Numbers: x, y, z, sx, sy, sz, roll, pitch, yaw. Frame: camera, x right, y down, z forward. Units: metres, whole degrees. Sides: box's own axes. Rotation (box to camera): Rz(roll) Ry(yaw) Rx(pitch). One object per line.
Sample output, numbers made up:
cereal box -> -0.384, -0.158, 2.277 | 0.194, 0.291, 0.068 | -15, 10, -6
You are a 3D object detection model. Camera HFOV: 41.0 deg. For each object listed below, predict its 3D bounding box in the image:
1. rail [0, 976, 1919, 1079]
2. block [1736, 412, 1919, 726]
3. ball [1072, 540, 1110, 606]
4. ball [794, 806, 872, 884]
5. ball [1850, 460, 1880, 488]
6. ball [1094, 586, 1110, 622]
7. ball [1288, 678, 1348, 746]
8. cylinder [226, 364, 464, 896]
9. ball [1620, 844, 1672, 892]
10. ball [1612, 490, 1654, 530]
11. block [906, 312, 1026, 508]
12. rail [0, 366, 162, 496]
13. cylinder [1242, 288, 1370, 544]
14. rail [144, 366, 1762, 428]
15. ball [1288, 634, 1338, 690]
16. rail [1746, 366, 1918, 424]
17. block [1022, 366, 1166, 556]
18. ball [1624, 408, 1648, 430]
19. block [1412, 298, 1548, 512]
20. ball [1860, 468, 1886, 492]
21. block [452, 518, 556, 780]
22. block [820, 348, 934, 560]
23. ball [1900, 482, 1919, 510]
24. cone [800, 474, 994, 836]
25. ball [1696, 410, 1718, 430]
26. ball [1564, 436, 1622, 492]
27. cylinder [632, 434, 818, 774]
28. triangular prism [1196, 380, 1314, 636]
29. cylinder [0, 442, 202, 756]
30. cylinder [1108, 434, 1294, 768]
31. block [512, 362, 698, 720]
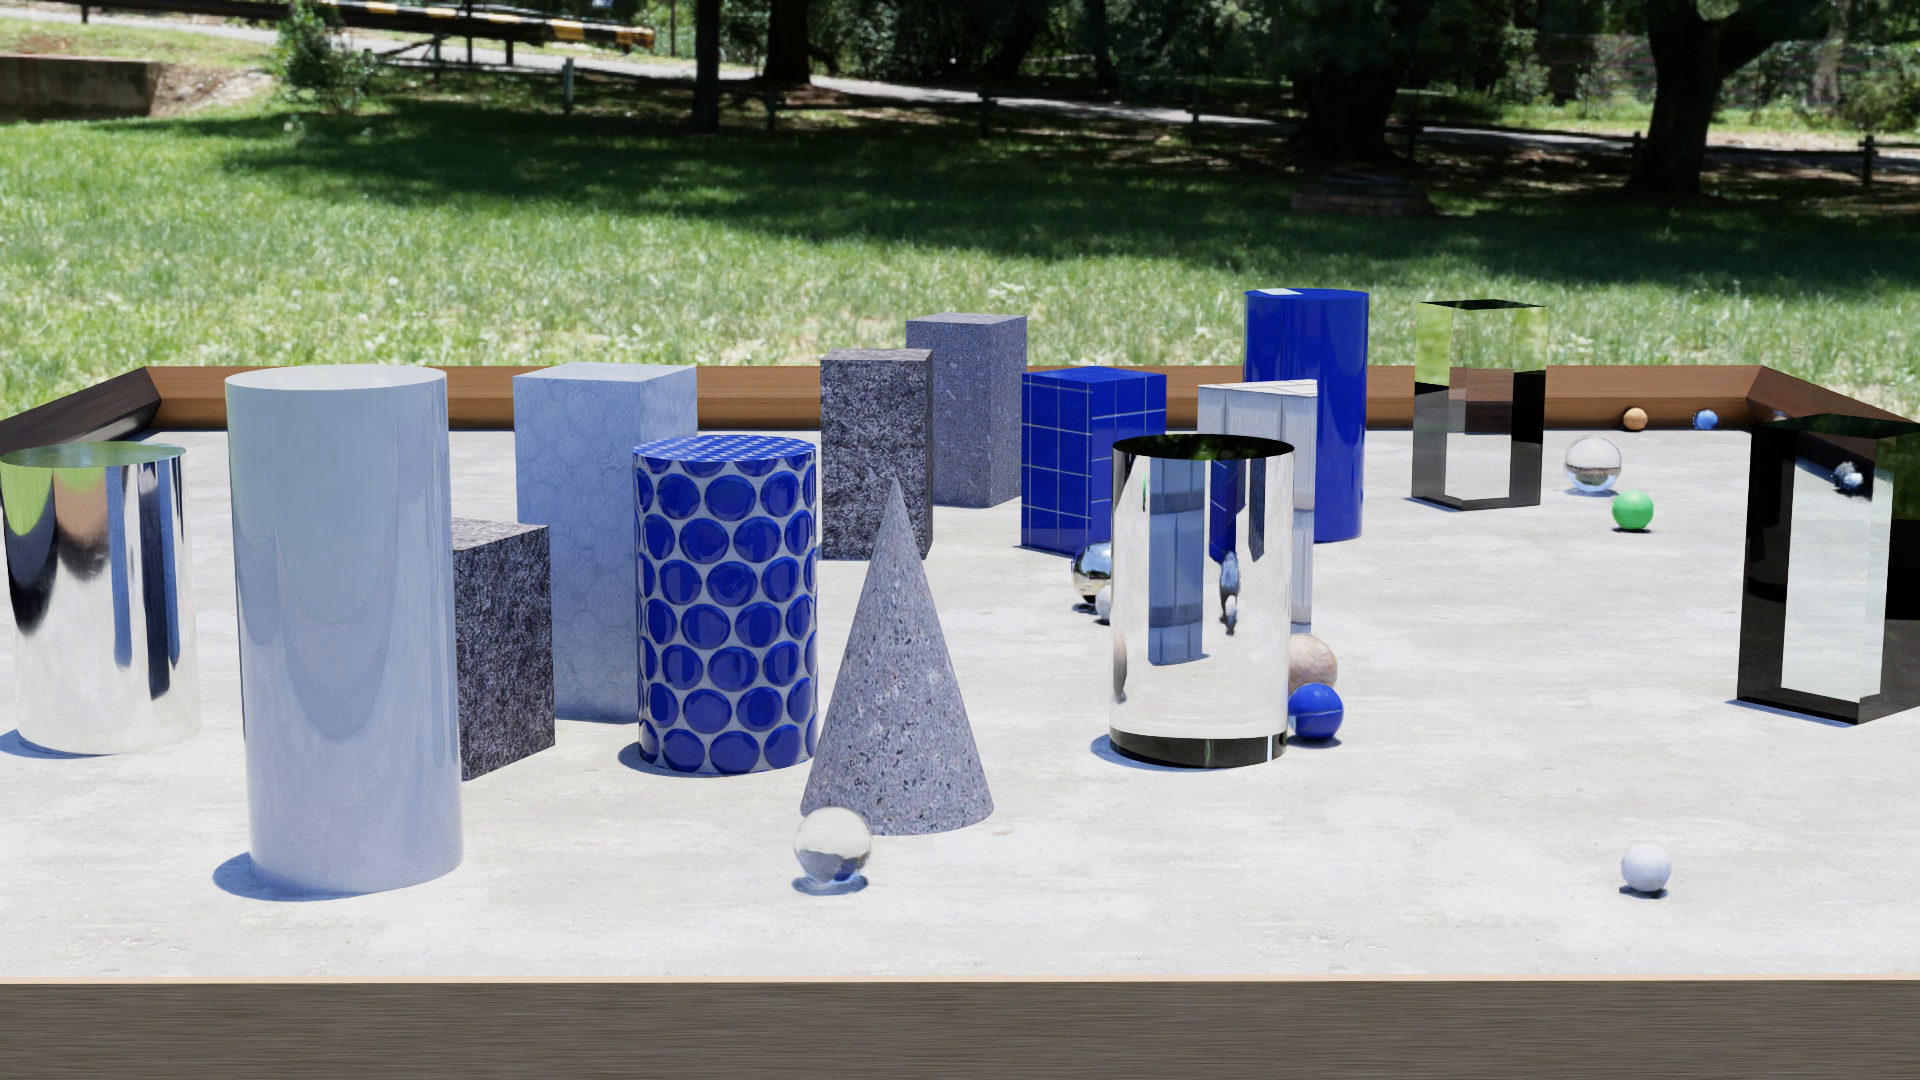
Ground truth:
rail -> 0.010, 0.349, 1.745 | 3.261, 0.125, 0.045 | 0, 11, 0
block -> 1.009, 0.029, 2.937 | 0.154, 0.322, 0.154 | -9, 14, -40
ball -> 0.198, 0.047, 3.467 | 0.092, 0.092, 0.092 | 0, 11, 0
ball -> -0.114, 0.274, 2.303 | 0.070, 0.070, 0.070 | 0, 11, 0
ball -> 1.573, -0.115, 4.455 | 0.050, 0.050, 0.050 | 0, 11, 0
ball -> 0.202, 0.084, 3.387 | 0.049, 0.049, 0.049 | 0, 11, 0
ball -> 0.385, 0.187, 2.788 | 0.073, 0.073, 0.073 | 0, 11, 0
cylinder -> -0.556, 0.076, 2.329 | 0.193, 0.451, 0.193 | 0, 11, 0
ball -> 0.611, 0.292, 2.283 | 0.043, 0.043, 0.043 | 0, 11, 0
ball -> 1.061, -0.047, 4.048 | 0.065, 0.065, 0.065 | 0, 11, 0
block -> 0.011, -0.222, 4.328 | 0.154, 0.306, 0.154 | 5, 11, 24
rail -> -1.607, 0.034, 3.440 | 0.045, 0.125, 3.515 | 0, 11, 0
cylinder -> 0.536, -0.197, 4.001 | 0.193, 0.375, 0.193 | 0, 11, 0
rail -> -0.010, -0.285, 5.154 | 3.261, 0.125, 0.045 | 0, 11, 0
ball -> 0.391, 0.150, 2.937 | 0.083, 0.083, 0.083 | 0, 11, 0
rail -> 1.607, 0.031, 3.458 | 0.045, 0.125, 3.515 | 0, 11, 0
block -> 0.202, -0.121, 3.897 | 0.154, 0.264, 0.154 | -9, 14, -40
ball -> 1.354, -0.242, 5.145 | 0.046, 0.046, 0.046 | 0, 11, 0
block -> 0.868, -0.229, 4.293 | 0.154, 0.331, 0.154 | -4, 11, -22
ball -> 1.570, -0.102, 4.411 | 0.040, 0.040, 0.040 | 0, 11, 0
block -> -0.540, 0.110, 2.718 | 0.154, 0.241, 0.154 | 5, 12, 25
block -> -0.123, -0.131, 3.862 | 0.154, 0.298, 0.154 | 1, 11, 4
ball -> 1.577, -0.072, 4.230 | 0.047, 0.047, 0.047 | 0, 11, 0
cone -> -0.062, 0.100, 2.514 | 0.193, 0.336, 0.193 | 0, 11, 0
ball -> 1.499, -0.240, 5.151 | 0.041, 0.041, 0.041 | 0, 11, 0
ball -> 1.088, -0.130, 4.405 | 0.096, 0.096, 0.096 | 0, 11, 0
cylinder -> -0.248, 0.064, 2.726 | 0.193, 0.328, 0.193 | 0, 11, 0
triangular prism -> 0.408, -0.033, 3.253 | 0.167, 0.328, 0.145 | 8, 13, 37
cylinder -> -0.935, 0.060, 2.799 | 0.193, 0.310, 0.193 | 0, 11, 0
cylinder -> 0.257, 0.061, 2.747 | 0.193, 0.326, 0.193 | 0, 11, 0
block -> -0.400, -0.003, 2.937 | 0.154, 0.383, 0.154 | 3, 11, 18
